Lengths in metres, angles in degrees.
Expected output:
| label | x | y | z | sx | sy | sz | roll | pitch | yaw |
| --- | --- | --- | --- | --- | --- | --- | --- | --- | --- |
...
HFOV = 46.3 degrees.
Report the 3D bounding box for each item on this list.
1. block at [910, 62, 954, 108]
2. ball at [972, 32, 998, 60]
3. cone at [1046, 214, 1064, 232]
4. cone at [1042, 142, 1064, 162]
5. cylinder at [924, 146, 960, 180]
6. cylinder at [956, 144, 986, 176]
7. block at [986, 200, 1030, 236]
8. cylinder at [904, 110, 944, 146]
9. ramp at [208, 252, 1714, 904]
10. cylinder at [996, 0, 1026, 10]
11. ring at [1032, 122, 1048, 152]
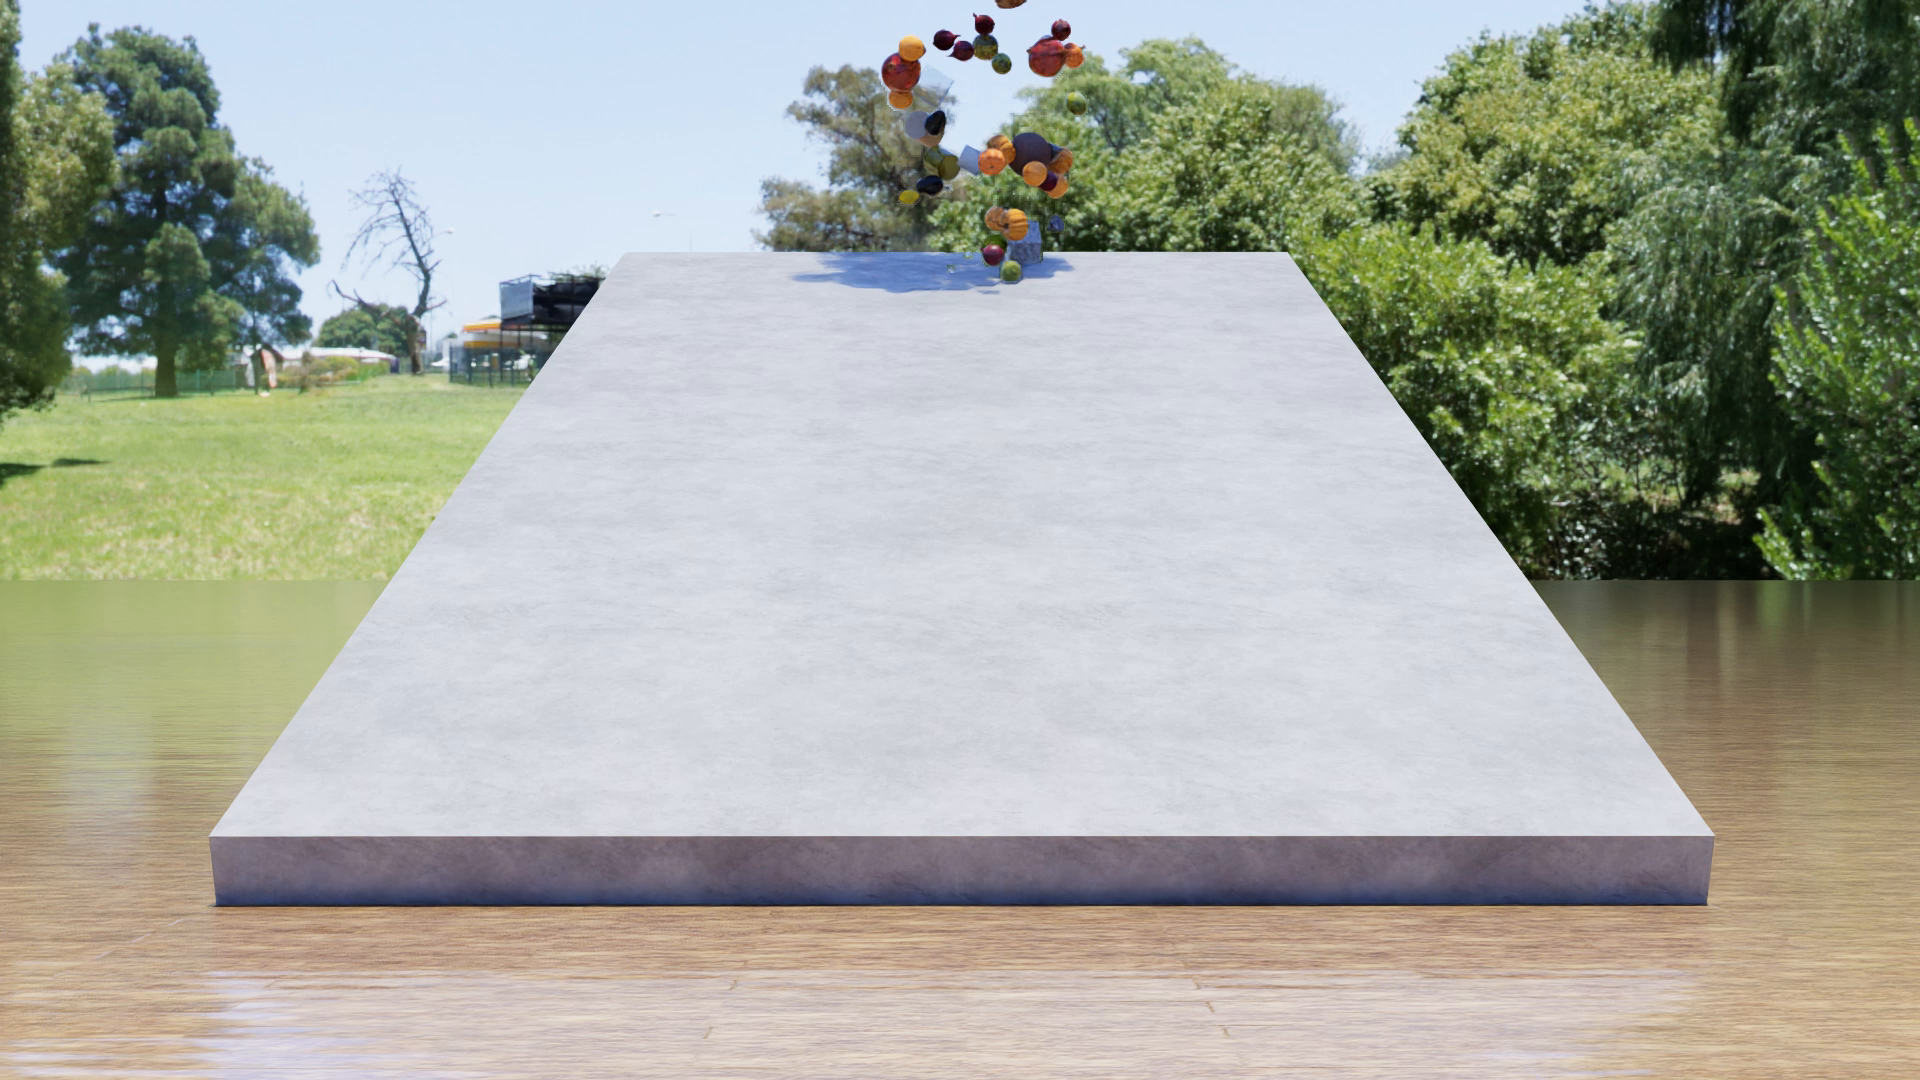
| label | x | y | z | sx | sy | sz | roll | pitch | yaw |
| --- | --- | --- | --- | --- | --- | --- | --- | --- | --- |
| block | -0.079 | -1.275 | 6.291 | 0.089 | 0.089 | 0.089 | 30 | 12 | -10 |
| ball | 0.074 | -1.449 | 6.588 | 0.080 | 0.080 | 0.080 | 0 | -1 | 0 |
| cone | 0.272 | -0.930 | 6.667 | 0.054 | 0.054 | 0.054 | 1 | -22 | -43 |
| cone | 0.279 | -1.137 | 6.543 | 0.060 | 0.060 | 0.060 | -19 | 10 | -33 |
| cylinder | -0.052 | -1.093 | 6.505 | 0.079 | 0.079 | 0.079 | 1 | 28 | -38 |
| cylinder | 0.033 | -1.081 | 6.380 | 0.066 | 0.066 | 0.066 | 29 | -1 | -1 |
| block | 0.142 | -0.945 | 6.583 | 0.087 | 0.087 | 0.087 | -6 | -5 | -28 |
| cylinder | -0.103 | -1.203 | 6.560 | 0.085 | 0.085 | 0.085 | 0 | -7 | 28 |
| ramp | -0.004 | -0.191 | 4.891 | 2.000 | 0.100 | 4.000 | 0 | 18 | 0 |
| cylinder | 0.139 | -1.594 | 6.441 | 0.098 | 0.098 | 0.098 | 0 | -45 | 20 |
| ring | 0.235 | -1.180 | 6.575 | 0.031 | 0.094 | 0.094 | -16 | -4 | 10 |
